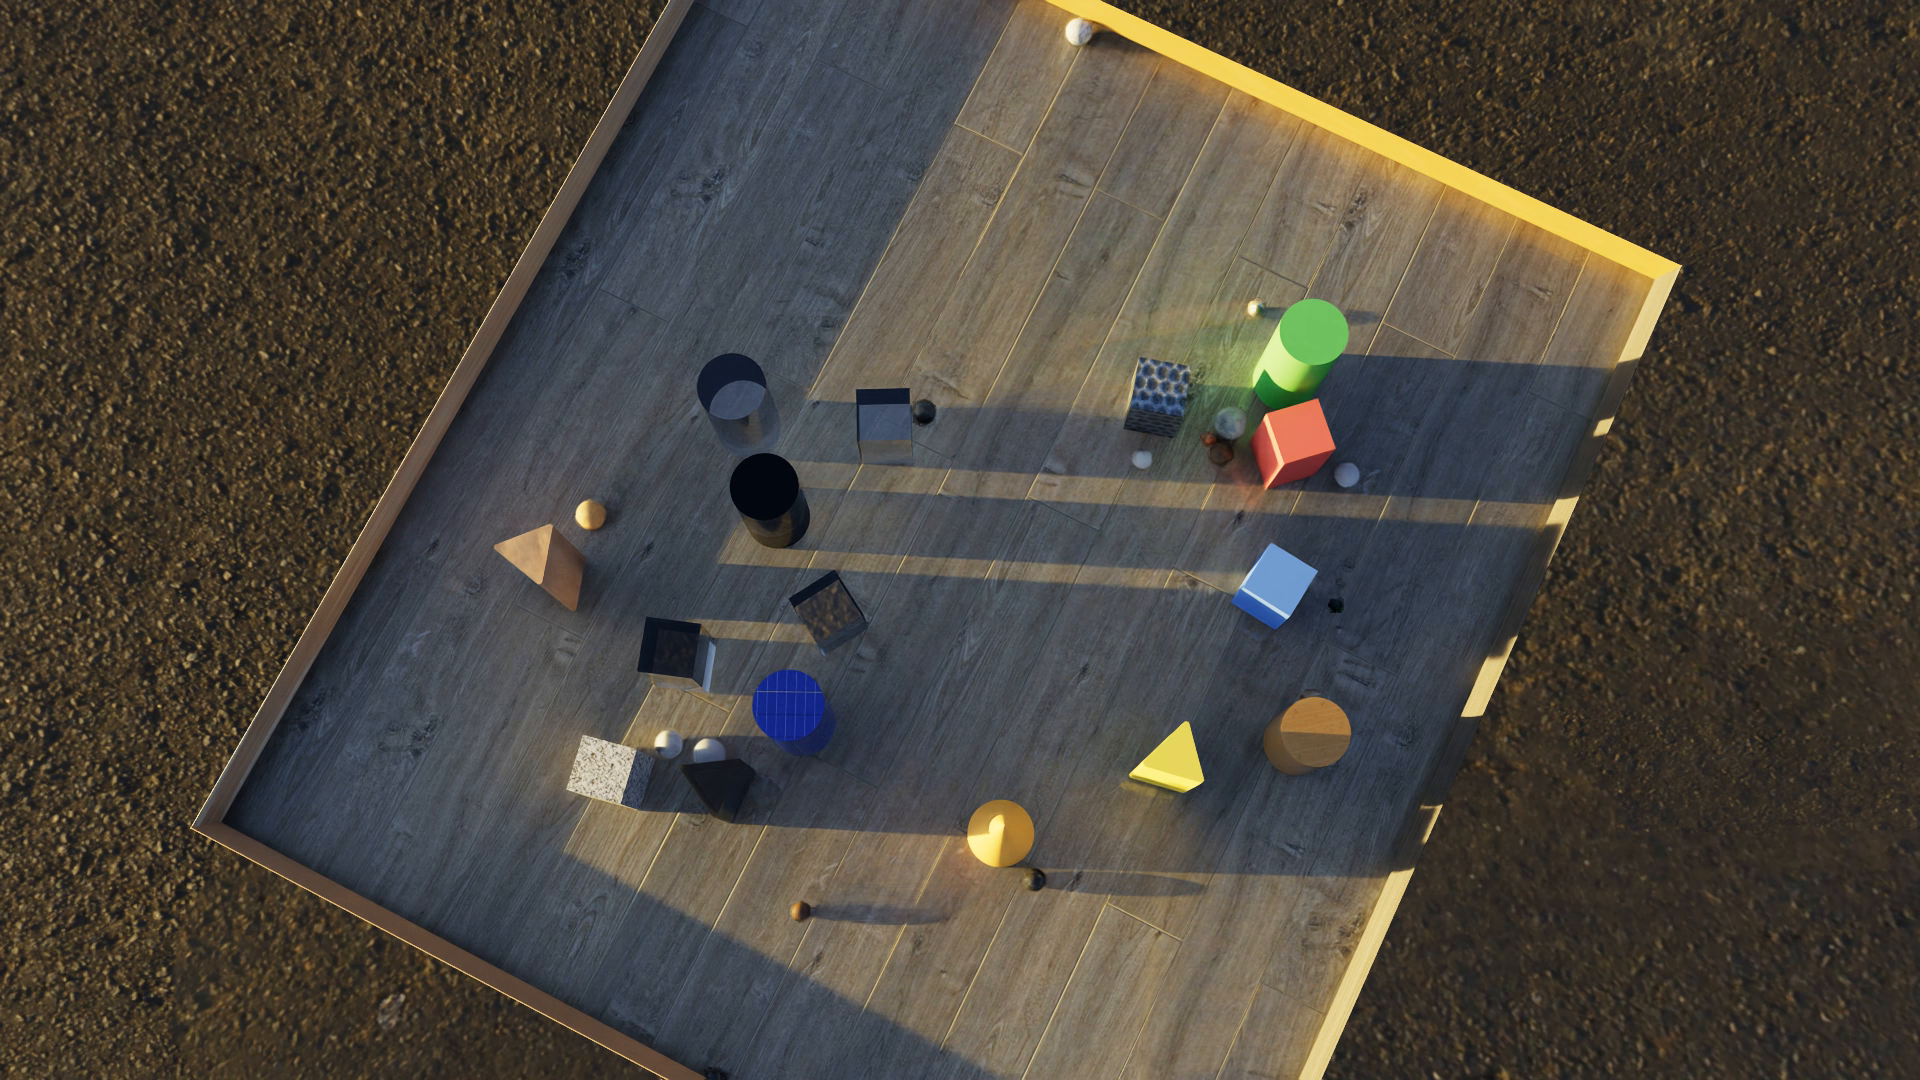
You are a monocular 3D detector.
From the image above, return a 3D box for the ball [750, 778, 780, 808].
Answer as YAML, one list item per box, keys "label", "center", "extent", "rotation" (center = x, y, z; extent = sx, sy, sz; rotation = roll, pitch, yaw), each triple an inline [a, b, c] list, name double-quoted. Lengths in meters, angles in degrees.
- label: "ball"
  center: [-0.576, 0.750, 5.416]
  extent: [0.089, 0.089, 0.089]
  rotation: [0, 78, 0]

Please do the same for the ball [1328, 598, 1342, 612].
- label: "ball"
  center: [1.138, 0.197, 5.555]
  extent: [0.041, 0.041, 0.041]
  rotation: [0, 78, 0]

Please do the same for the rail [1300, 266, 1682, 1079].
- label: "rail"
  center: [1.420, 0.702, 5.404]
  extent: [0.045, 0.129, 3.533]
  rotation: [26, 80, 5]

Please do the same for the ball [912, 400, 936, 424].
- label: "ball"
  center: [-0.110, -0.395, 5.659]
  extent: [0.078, 0.078, 0.078]
  rotation: [0, 78, 0]

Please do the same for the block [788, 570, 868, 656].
- label: "block"
  center: [-0.389, 0.218, 5.442]
  extent: [0.159, 0.253, 0.159]
  rotation: [-32, 80, -6]

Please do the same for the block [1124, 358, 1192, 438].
- label: "block"
  center: [0.599, -0.431, 5.578]
  extent: [0.159, 0.250, 0.159]
  rotation: [10, 79, 2]

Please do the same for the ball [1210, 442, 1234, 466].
- label: "ball"
  center: [0.804, -0.266, 5.633]
  extent: [0.076, 0.076, 0.076]
  rotation: [0, 78, 0]

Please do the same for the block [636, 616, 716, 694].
- label: "block"
  center: [-0.826, 0.340, 5.370]
  extent: [0.159, 0.344, 0.159]
  rotation: [7, 78, 2]

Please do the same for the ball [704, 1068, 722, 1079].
- label: "ball"
  center: [-0.709, 1.547, 5.271]
  extent: [0.049, 0.049, 0.049]
  rotation: [0, 78, 0]

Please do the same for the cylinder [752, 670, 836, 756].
- label: "cylinder"
  center: [-0.473, 0.502, 5.273]
  extent: [0.198, 0.469, 0.198]
  rotation: [0, 78, 0]

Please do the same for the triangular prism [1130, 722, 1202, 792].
- label: "triangular prism"
  center: [0.609, 0.616, 5.274]
  extent: [0.172, 0.421, 0.149]
  rotation: [16, 79, 3]

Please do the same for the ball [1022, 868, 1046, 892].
- label: "ball"
  center: [0.217, 0.997, 5.376]
  extent: [0.068, 0.068, 0.068]
  rotation: [0, 78, 0]

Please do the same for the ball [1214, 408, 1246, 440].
- label: "ball"
  center: [0.831, -0.359, 5.640]
  extent: [0.099, 0.099, 0.099]
  rotation: [0, 78, 0]

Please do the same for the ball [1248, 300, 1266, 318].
- label: "ball"
  center: [0.928, -0.725, 5.739]
  extent: [0.054, 0.054, 0.054]
  rotation: [0, 78, 0]

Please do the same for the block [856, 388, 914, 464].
- label: "block"
  center: [-0.227, -0.343, 5.546]
  extent: [0.159, 0.277, 0.159]
  rotation: [-1, 78, 0]

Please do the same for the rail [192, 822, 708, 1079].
- label: "rail"
  center: [-0.779, 1.533, 5.232]
  extent: [3.223, 0.129, 0.045]
  rotation: [26, 80, 5]

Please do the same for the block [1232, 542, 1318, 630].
- label: "block"
  center: [0.933, 0.140, 5.458]
  extent: [0.159, 0.255, 0.159]
  rotation: [32, 80, 6]

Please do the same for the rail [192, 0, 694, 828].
- label: "rail"
  center: [-1.420, -0.689, 5.692]
  extent: [0.045, 0.129, 3.533]
  rotation: [26, 80, 5]

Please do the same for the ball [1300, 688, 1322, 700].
- label: "ball"
  center: [1.052, 0.478, 5.484]
  extent: [0.065, 0.065, 0.065]
  rotation: [0, 78, 0]

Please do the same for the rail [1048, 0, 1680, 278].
- label: "rail"
  center: [0.779, -1.520, 5.864]
  extent: [3.223, 0.129, 0.045]
  rotation: [26, 80, 5]

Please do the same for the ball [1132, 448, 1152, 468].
- label: "ball"
  center: [0.559, -0.252, 5.637]
  extent: [0.062, 0.062, 0.062]
  rotation: [0, 78, 0]

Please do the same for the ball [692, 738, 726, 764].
- label: "ball"
  center: [-0.743, 0.636, 5.435]
  extent: [0.097, 0.097, 0.097]
  rotation: [0, 78, 0]

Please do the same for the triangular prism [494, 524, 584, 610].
- label: "triangular prism"
  center: [-1.194, 0.061, 5.367]
  extent: [0.172, 0.464, 0.149]
  rotation: [38, 81, 7]

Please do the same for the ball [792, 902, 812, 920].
- label: "ball"
  center: [-0.463, 1.086, 5.364]
  extent: [0.053, 0.053, 0.053]
  rotation: [0, 78, 0]

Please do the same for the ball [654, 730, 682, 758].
- label: "ball"
  center: [-0.866, 0.607, 5.449]
  extent: [0.083, 0.083, 0.083]
  rotation: [0, 78, 0]

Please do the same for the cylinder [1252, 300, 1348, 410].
- label: "cylinder"
  center: [1.013, -0.546, 5.481]
  extent: [0.198, 0.486, 0.198]
  rotation: [0, 78, 0]

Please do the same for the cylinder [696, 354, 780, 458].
- label: "cylinder"
  center: [-0.655, -0.395, 5.470]
  extent: [0.198, 0.447, 0.198]
  rotation: [0, 78, 0]

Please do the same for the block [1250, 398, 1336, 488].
- label: "block"
  center: [0.997, -0.286, 5.512]
  extent: [0.159, 0.320, 0.159]
  rotation: [-17, 79, -3]

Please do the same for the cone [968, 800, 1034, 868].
- label: "cone"
  center: [0.121, 0.824, 5.216]
  extent: [0.198, 0.450, 0.198]
  rotation: [0, 78, 0]

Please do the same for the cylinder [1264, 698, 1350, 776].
- label: "cylinder"
  center: [1.007, 0.575, 5.337]
  extent: [0.198, 0.315, 0.198]
  rotation: [0, 78, 0]

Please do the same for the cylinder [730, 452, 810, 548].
- label: "cylinder"
  center: [-0.559, -0.112, 5.433]
  extent: [0.198, 0.405, 0.198]
  rotation: [0, 78, 0]

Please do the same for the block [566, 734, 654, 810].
- label: "block"
  center: [-1.009, 0.678, 5.315]
  extent: [0.159, 0.316, 0.159]
  rotation: [14, 79, 3]

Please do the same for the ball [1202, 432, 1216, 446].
- label: "ball"
  center: [0.769, -0.310, 5.660]
  extent: [0.041, 0.041, 0.041]
  rotation: [0, 78, 0]

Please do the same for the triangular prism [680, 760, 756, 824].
- label: "triangular prism"
  center: [-0.671, 0.694, 5.285]
  extent: [0.149, 0.367, 0.172]
  rotation: [-35, 80, -7]

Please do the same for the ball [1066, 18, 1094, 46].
- label: "ball"
  center: [0.386, -1.639, 5.911]
  extent: [0.087, 0.087, 0.087]
  rotation: [0, 78, 0]

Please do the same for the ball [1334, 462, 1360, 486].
- label: "ball"
  center: [1.185, -0.201, 5.619]
  extent: [0.076, 0.076, 0.076]
  rotation: [0, 78, 0]

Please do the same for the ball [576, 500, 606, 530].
- label: "ball"
  center: [-1.124, -0.078, 5.586]
  extent: [0.091, 0.091, 0.091]
  rotation: [0, 78, 0]
